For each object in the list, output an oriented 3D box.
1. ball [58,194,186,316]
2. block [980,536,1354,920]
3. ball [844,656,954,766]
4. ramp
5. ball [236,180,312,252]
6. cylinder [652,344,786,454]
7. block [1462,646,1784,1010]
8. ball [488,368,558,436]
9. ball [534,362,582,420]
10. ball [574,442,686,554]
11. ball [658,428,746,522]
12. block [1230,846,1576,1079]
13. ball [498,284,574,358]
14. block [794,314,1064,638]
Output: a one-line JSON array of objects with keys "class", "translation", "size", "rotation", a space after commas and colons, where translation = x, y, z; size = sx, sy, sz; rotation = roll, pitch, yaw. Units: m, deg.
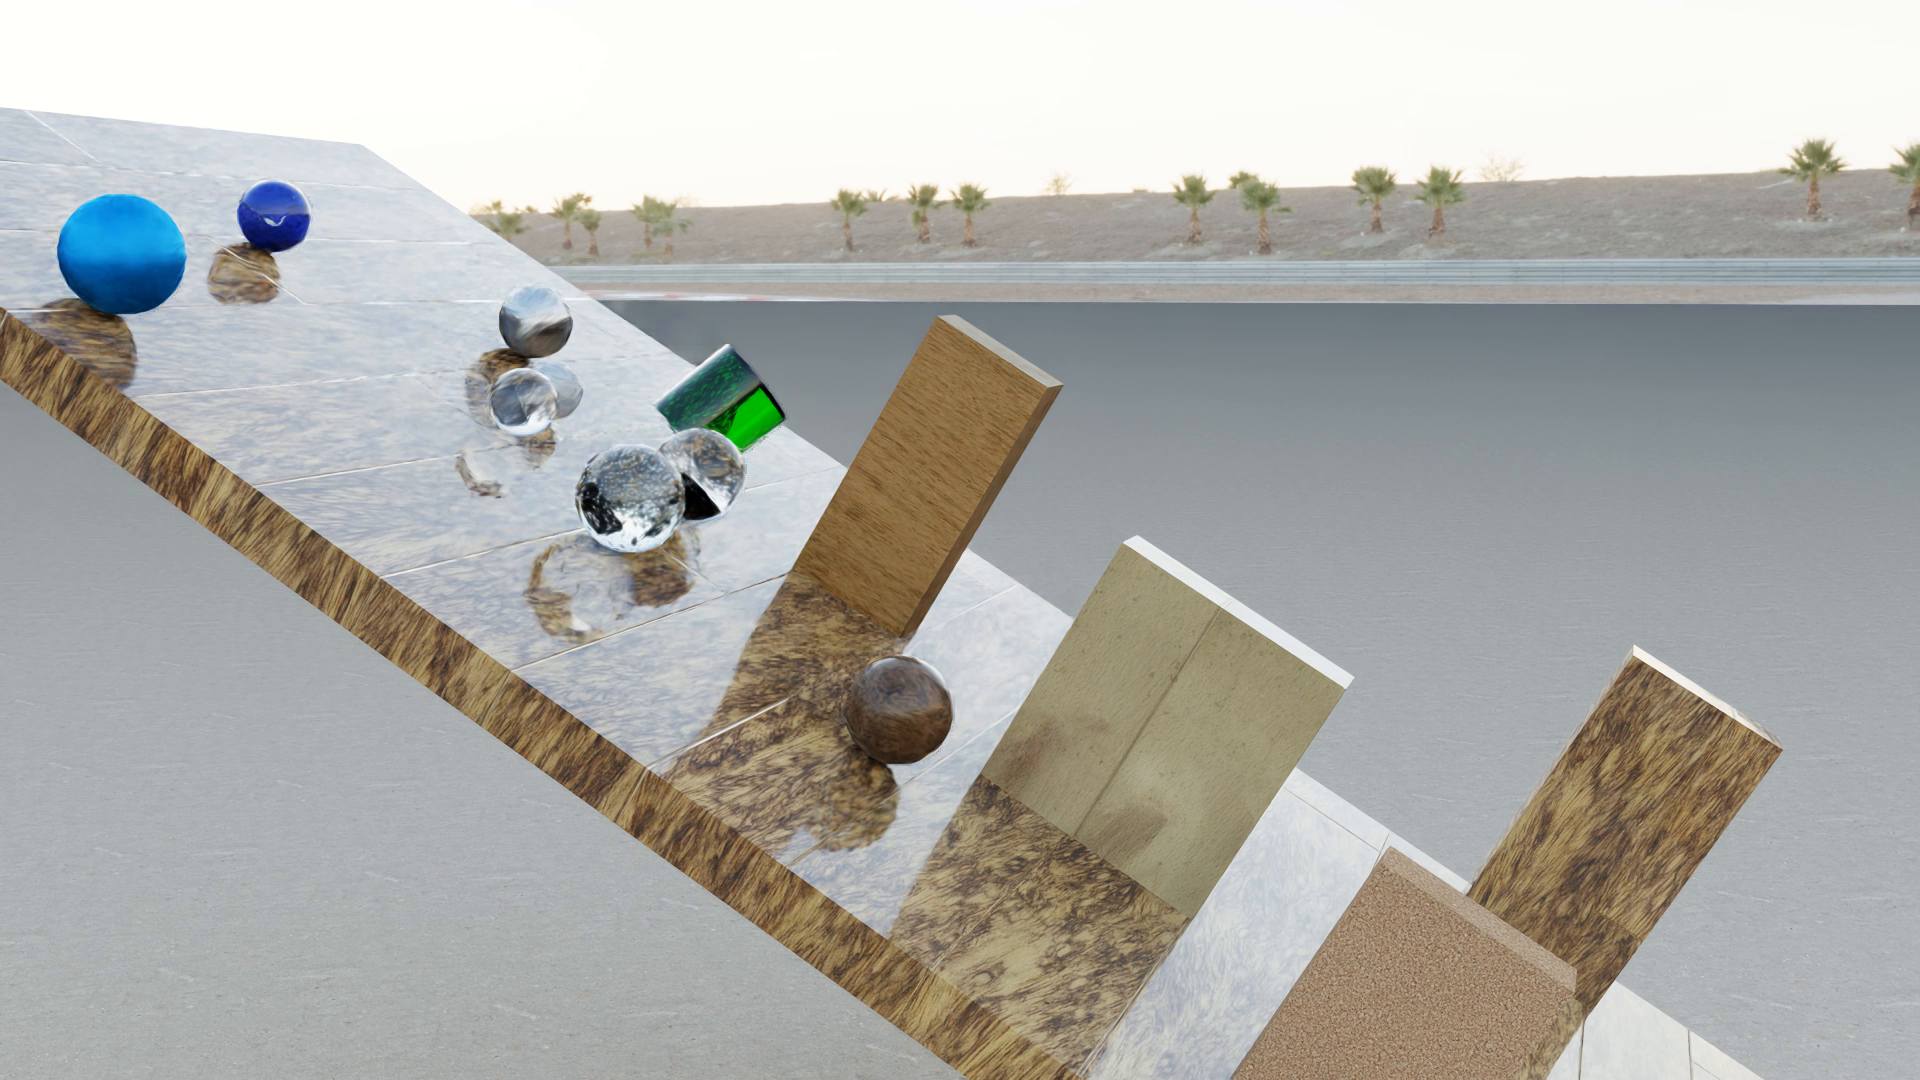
[{"class": "ball", "translation": [-1.364, -0.465, 3.581], "size": [0.197, 0.197, 0.197], "rotation": [0, 7, 0]}, {"class": "block", "translation": [0.353, 0.321, 3.794], "size": [0.445, 0.486, 0.112], "rotation": [34, 15, 11]}, {"class": "ball", "translation": [-0.101, 0.281, 3.638], "size": [0.181, 0.181, 0.181], "rotation": [0, 7, 0]}, {"class": "ramp", "translation": [-0.162, 0.268, 4.117], "size": [4.000, 0.100, 2.000], "rotation": [34, 15, 11]}, {"class": "ball", "translation": [-1.338, -0.633, 4.293], "size": [0.140, 0.140, 0.140], "rotation": [0, 7, 0]}, {"class": "cylinder", "translation": [-0.487, -0.261, 4.450], "size": [0.193, 0.193, 0.193], "rotation": [-39, 13, -6]}, {"class": "block", "translation": [1.337, 0.588, 4.500], "size": [0.337, 0.660, 0.128], "rotation": [34, 15, 11]}, {"class": "ball", "translation": [-0.816, -0.257, 4.107], "size": [0.128, 0.128, 0.128], "rotation": [0, 7, 0]}, {"class": "ball", "translation": [-0.794, -0.290, 4.287], "size": [0.113, 0.113, 0.113], "rotation": [0, 7, 0]}, {"class": "ball", "translation": [-0.576, -0.073, 3.847], "size": [0.193, 0.193, 0.193], "rotation": [0, 7, 0]}, {"class": "ball", "translation": [-0.499, -0.123, 4.186], "size": [0.181, 0.181, 0.181], "rotation": [0, 7, 0]}, {"class": "block", "translation": [0.628, 0.711, 3.162], "size": [0.312, 0.431, 0.104], "rotation": [34, 15, 11]}, {"class": "ball", "translation": [-0.883, -0.455, 4.575], "size": [0.153, 0.153, 0.153], "rotation": [0, 7, 0]}, {"class": "block", "translation": [-0.064, -0.124, 4.267], "size": [0.254, 0.573, 0.124], "rotation": [34, 15, 11]}]
